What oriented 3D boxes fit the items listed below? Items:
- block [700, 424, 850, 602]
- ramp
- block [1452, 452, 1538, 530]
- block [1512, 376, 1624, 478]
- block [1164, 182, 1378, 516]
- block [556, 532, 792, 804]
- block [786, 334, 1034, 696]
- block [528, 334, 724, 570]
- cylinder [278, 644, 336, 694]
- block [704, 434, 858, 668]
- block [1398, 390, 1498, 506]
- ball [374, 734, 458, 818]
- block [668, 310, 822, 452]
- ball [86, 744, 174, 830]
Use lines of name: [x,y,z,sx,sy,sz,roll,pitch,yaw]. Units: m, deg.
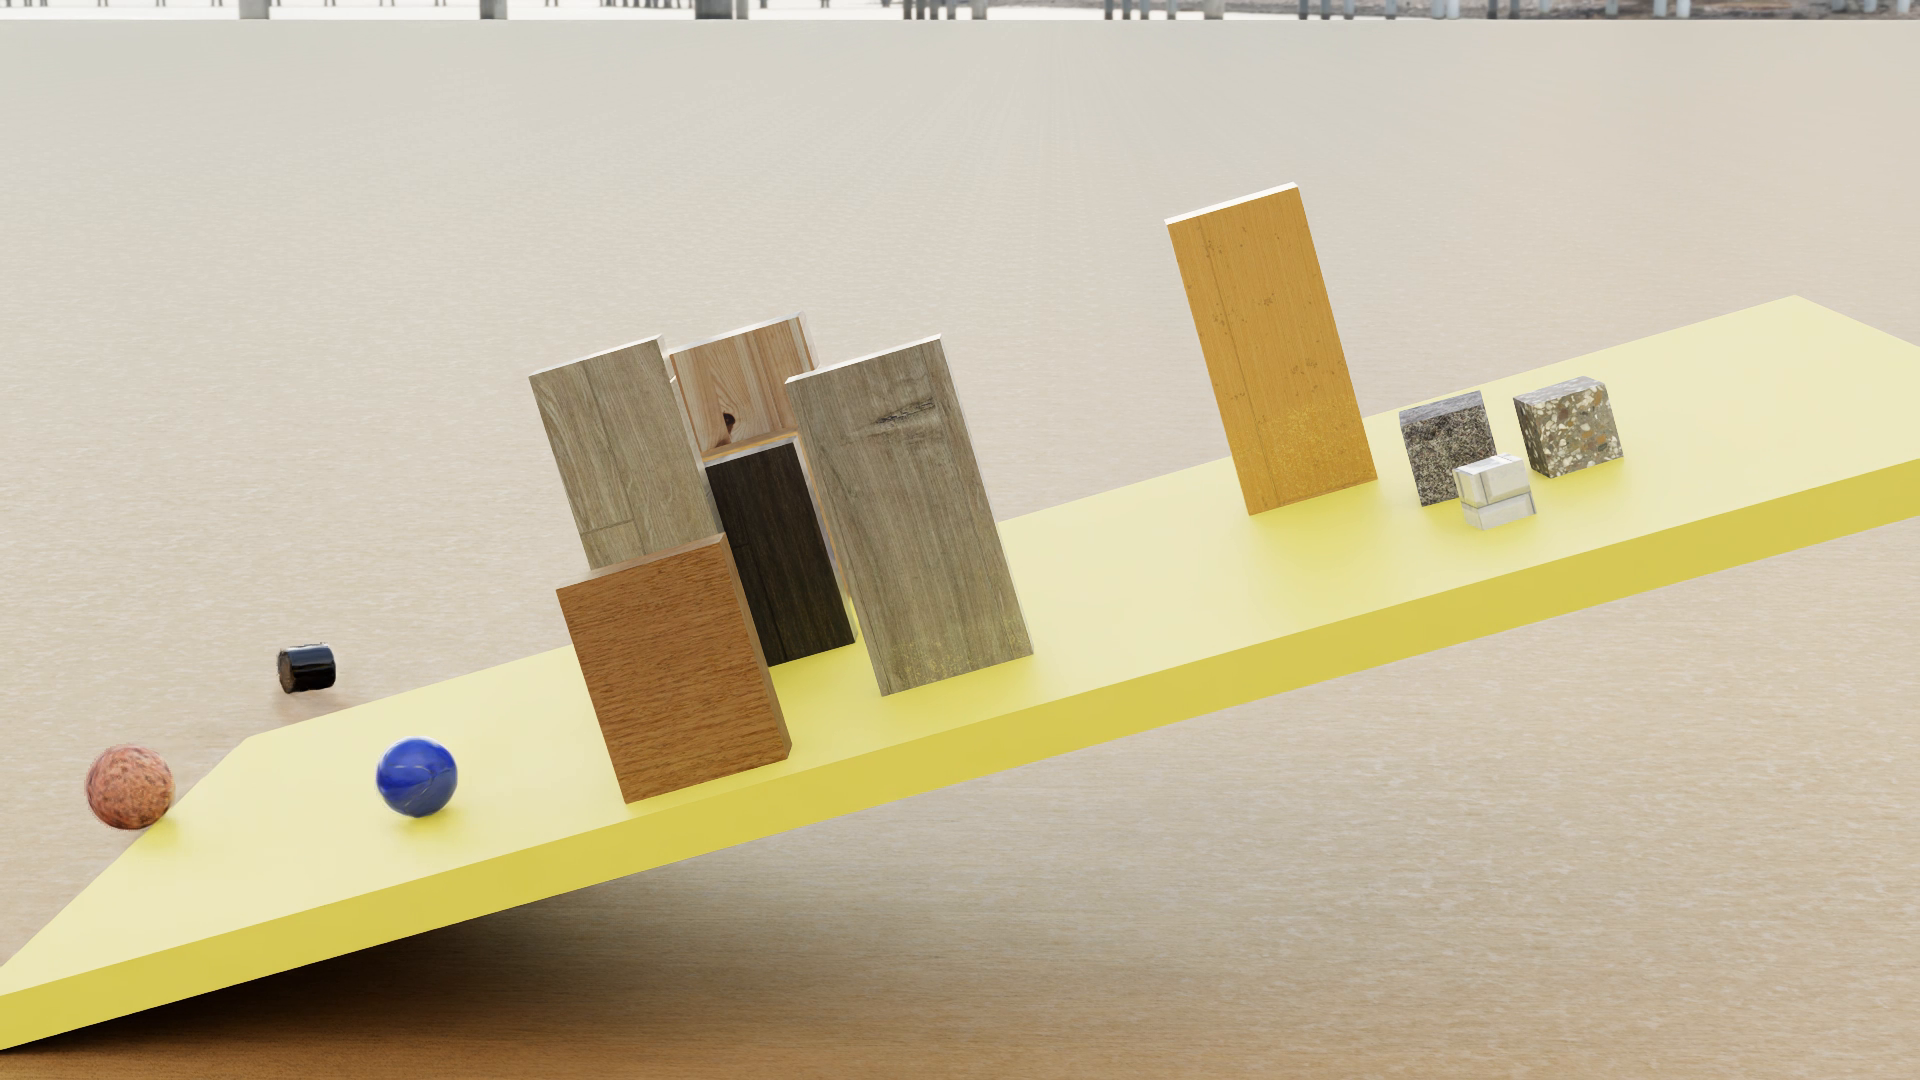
block: [-0.454,-0.026,6.884,0.290,0.418,0.128,-16,10,5]
ramp: [0.091,0.187,6.320,4.000,0.100,2.000,-16,10,5]
block: [1.033,-0.094,5.686,0.110,0.110,0.110,-18,10,-5]
block: [1.234,-0.230,5.976,0.154,0.154,0.154,-17,10,-1]
block: [0.681,-0.418,6.443,0.292,0.664,0.136,-16,10,5]
block: [-0.533,0.240,5.514,0.318,0.428,0.108,-16,10,5]
block: [-0.095,-0.047,5.734,0.310,0.645,0.081,-16,10,5]
block: [-0.640,-0.017,6.110,0.277,0.771,0.090,-16,10,5]
cylinder: [-1.854,0.365,8.348,0.125,0.125,0.125,-7,13,-32]
block: [-0.491,0.055,6.385,0.421,0.457,0.101,-16,10,5]
block: [1.013,-0.190,6.062,0.174,0.174,0.174,-15,10,10]
ball: [-1.093,0.475,5.917,0.166,0.166,0.166,0,11,0]
block: [-0.487,-0.176,7.081,0.419,0.652,0.149,-16,10,5]
ball: [-1.882,0.561,6.676,0.195,0.195,0.195,0,11,0]
